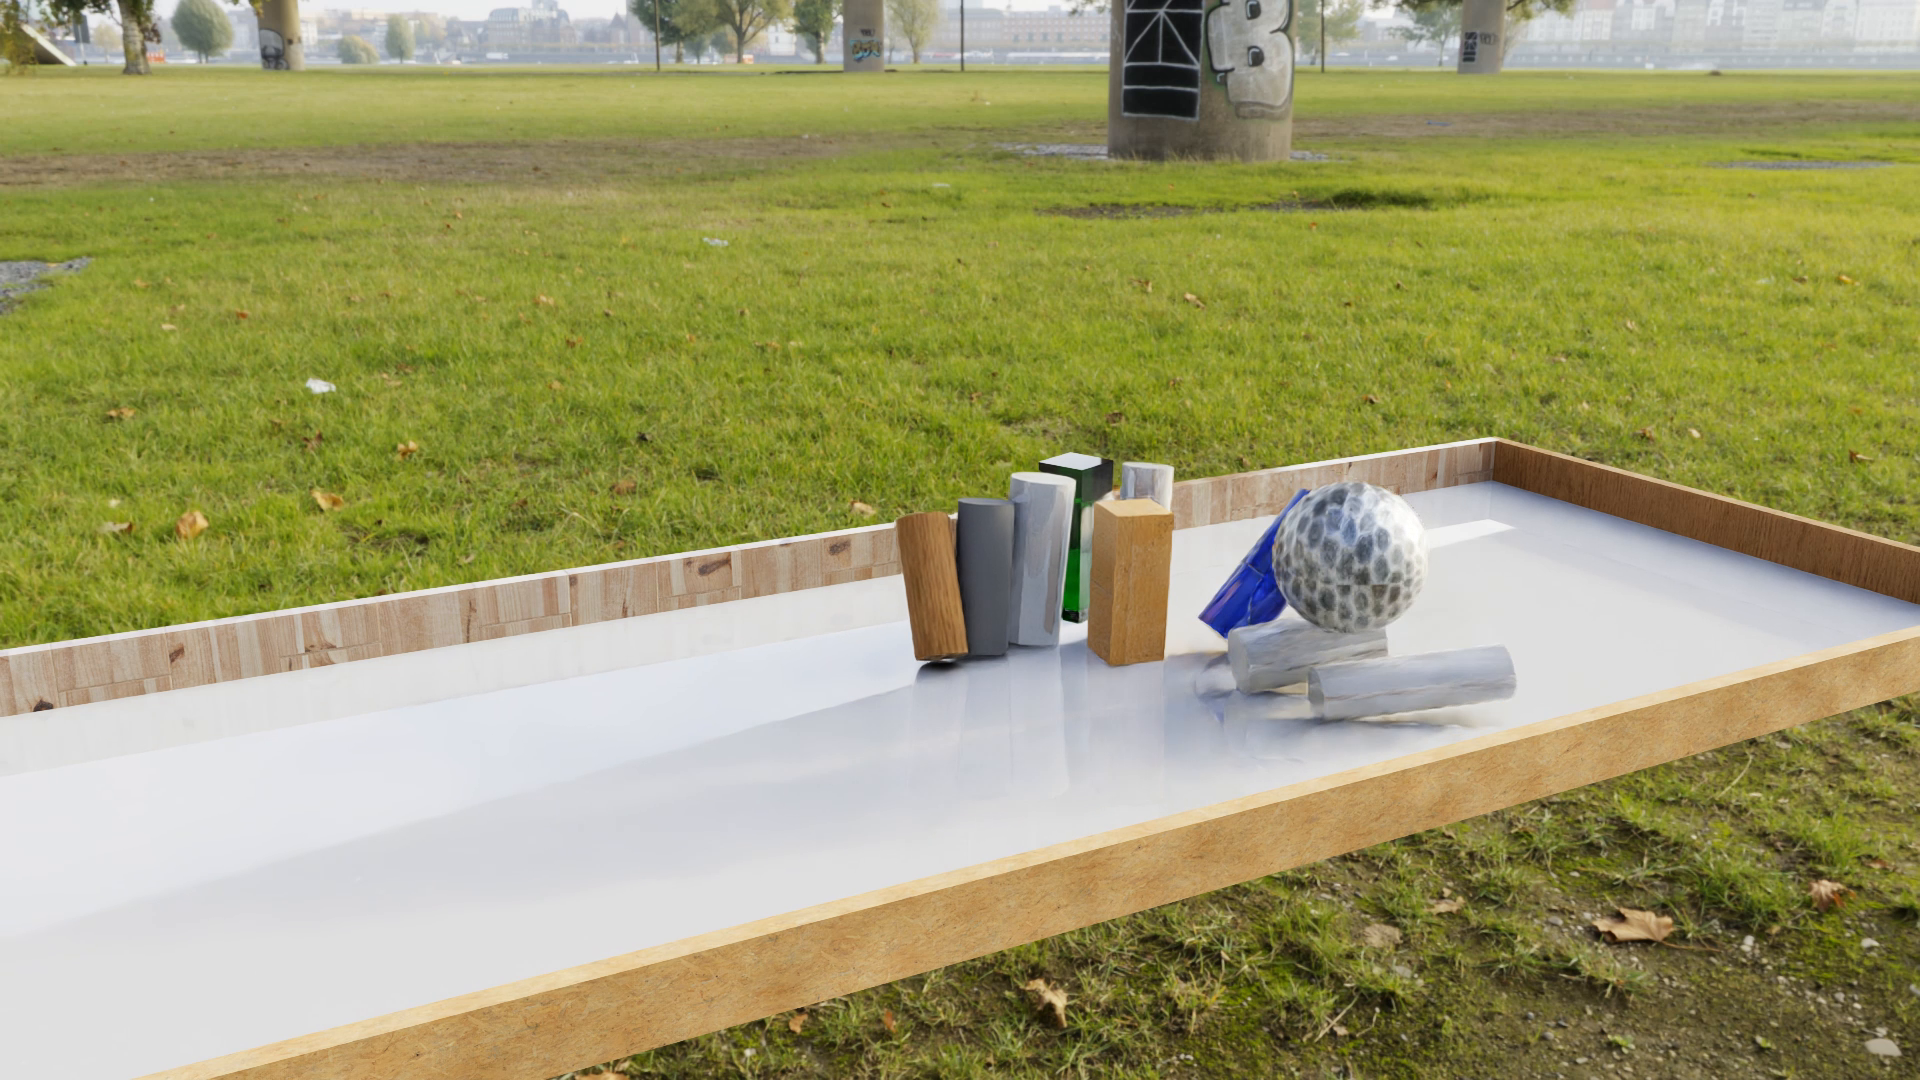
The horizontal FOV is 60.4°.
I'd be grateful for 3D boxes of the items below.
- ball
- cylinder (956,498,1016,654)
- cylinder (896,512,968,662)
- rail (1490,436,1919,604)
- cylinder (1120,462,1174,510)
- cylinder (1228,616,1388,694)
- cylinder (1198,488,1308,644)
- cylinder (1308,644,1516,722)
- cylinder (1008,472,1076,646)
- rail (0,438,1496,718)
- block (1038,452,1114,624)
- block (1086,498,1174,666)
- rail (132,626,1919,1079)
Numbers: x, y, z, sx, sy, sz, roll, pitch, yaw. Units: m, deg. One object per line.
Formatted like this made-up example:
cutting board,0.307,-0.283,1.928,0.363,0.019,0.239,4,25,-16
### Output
ball,0.911,0.042,3.854,0.358,0.358,0.358,0,16,0
cylinder,0.060,0.093,4.311,0.150,0.390,0.150,3,8,0
cylinder,-0.072,0.121,4.252,0.138,0.366,0.138,-8,-10,-1
rail,2.466,-0.048,5.253,0.050,0.150,2.100,-9,18,-27
cylinder,0.491,0.022,4.460,0.137,0.447,0.137,4,8,-1
cylinder,0.856,0.267,4.070,0.354,0.164,0.164,-11,18,-7
cylinder,0.816,0.086,4.297,0.165,0.432,0.165,39,0,0
cylinder,1.063,0.338,3.894,0.456,0.135,0.135,-6,17,-4
cylinder,0.200,0.048,4.390,0.174,0.433,0.174,5,12,-1
rail,-3.305,0.497,3.399,12.000,0.150,0.050,-9,18,-27
block,0.319,-0.007,4.599,0.147,0.439,0.147,13,21,38
block,0.440,0.107,4.281,0.154,0.396,0.154,-3,17,-18
rail,-2.336,1.006,1.665,12.000,0.150,0.050,-9,18,-27
